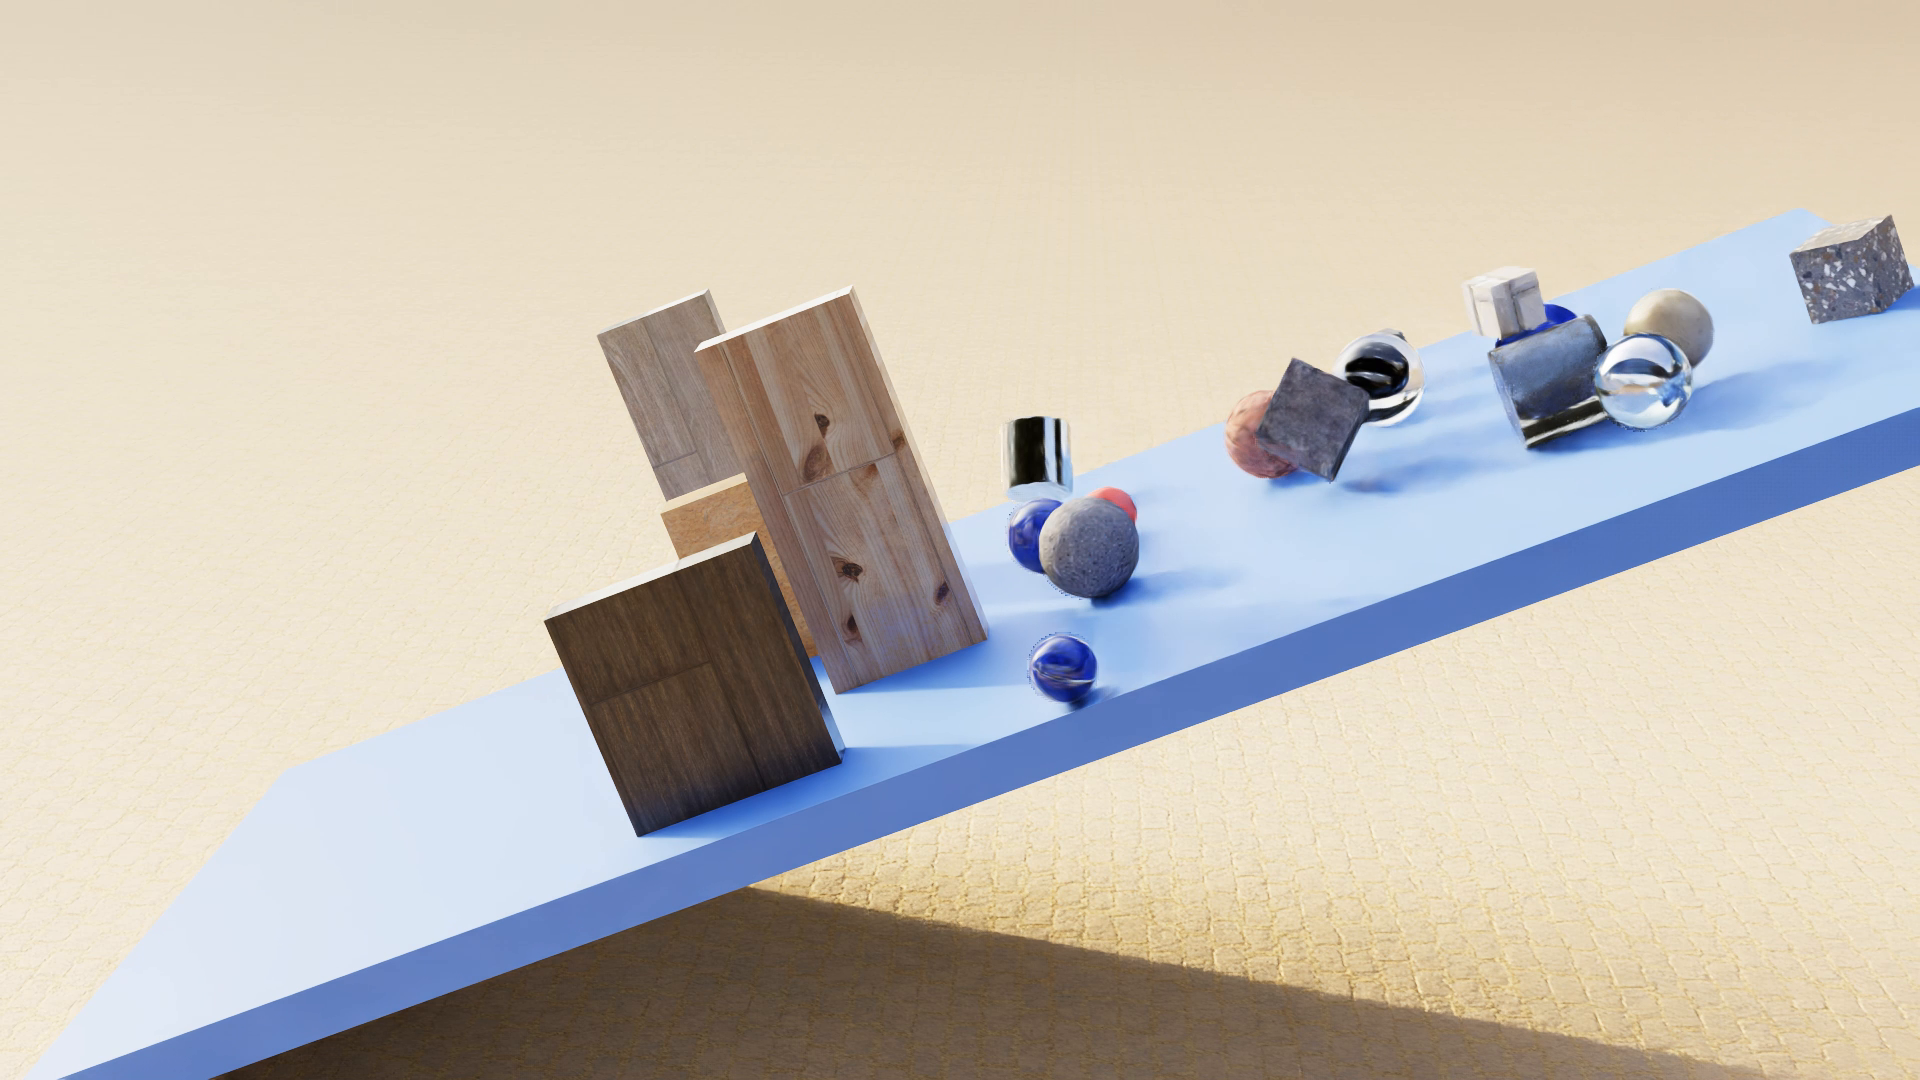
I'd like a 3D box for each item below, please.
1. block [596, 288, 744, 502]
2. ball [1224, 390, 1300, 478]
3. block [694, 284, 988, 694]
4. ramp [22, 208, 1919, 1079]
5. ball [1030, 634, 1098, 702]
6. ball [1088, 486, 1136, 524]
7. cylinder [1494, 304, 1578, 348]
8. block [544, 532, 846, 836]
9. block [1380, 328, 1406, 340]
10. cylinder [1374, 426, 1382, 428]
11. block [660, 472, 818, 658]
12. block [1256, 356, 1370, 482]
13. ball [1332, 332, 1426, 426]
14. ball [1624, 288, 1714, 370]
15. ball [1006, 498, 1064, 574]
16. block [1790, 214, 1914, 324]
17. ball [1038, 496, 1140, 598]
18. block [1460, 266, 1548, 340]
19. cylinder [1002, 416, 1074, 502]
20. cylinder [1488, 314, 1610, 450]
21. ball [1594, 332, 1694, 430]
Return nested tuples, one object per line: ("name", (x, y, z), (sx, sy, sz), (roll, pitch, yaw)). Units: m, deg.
("block", (-0.590, -0.192, 7.059), (0.277, 0.771, 0.090), (-20, 12, 7))
("ball", (0.672, -0.231, 6.396), (0.195, 0.195, 0.195), (0, 13, 0))
("block", (-0.237, -0.100, 6.027), (0.335, 0.767, 0.114), (-20, 12, 7))
("ramp", (0.121, 0.175, 6.293), (4.000, 0.100, 2.000), (-20, 12, 7))
("ball", (0.188, 0.234, 5.353), (0.125, 0.125, 0.125), (0, 13, 0))
("ball", (0.323, -0.054, 6.407), (0.124, 0.124, 0.124), (0, 13, 0))
("cylinder", (1.241, -0.410, 6.289), (0.149, 0.149, 0.149), (9, 29, 34))
("block", (-0.500, 0.275, 5.582), (0.421, 0.457, 0.101), (-20, 12, 7))
("block", (0.978, -0.410, 6.818), (0.117, 0.117, 0.117), (-26, 11, -4))
("cylinder", (0.942, -0.330, 6.520), (0.125, 0.125, 0.125), (7, 25, 26))
("block", (-0.440, 0.068, 6.496), (0.290, 0.418, 0.128), (-20, 12, 7))
("block", (0.733, -0.249, 6.101), (0.174, 0.174, 0.174), (26, -4, 11))
("ball", (0.888, -0.340, 6.250), (0.200, 0.200, 0.200), (0, 13, 0))
("ball", (1.393, -0.407, 5.779), (0.174, 0.174, 0.174), (0, 13, 0))
("ball", (0.184, -0.009, 6.349), (0.166, 0.166, 0.166), (0, 13, 0))
("block", (1.787, -0.542, 5.895), (0.154, 0.154, 0.154), (-9, 17, 46))
("ball", (0.263, 0.015, 5.997), (0.207, 0.207, 0.207), (0, 13, 0))
("block", (1.103, -0.482, 5.962), (0.110, 0.110, 0.110), (-22, 17, -17))
("cylinder", (0.181, -0.187, 6.876), (0.160, 0.160, 0.160), (-2, -16, -1))
("cylinder", (1.181, -0.313, 5.819), (0.210, 0.210, 0.210), (-21, 12, 5))
("ball", (1.304, -0.303, 5.612), (0.185, 0.185, 0.185), (0, 13, 0))
